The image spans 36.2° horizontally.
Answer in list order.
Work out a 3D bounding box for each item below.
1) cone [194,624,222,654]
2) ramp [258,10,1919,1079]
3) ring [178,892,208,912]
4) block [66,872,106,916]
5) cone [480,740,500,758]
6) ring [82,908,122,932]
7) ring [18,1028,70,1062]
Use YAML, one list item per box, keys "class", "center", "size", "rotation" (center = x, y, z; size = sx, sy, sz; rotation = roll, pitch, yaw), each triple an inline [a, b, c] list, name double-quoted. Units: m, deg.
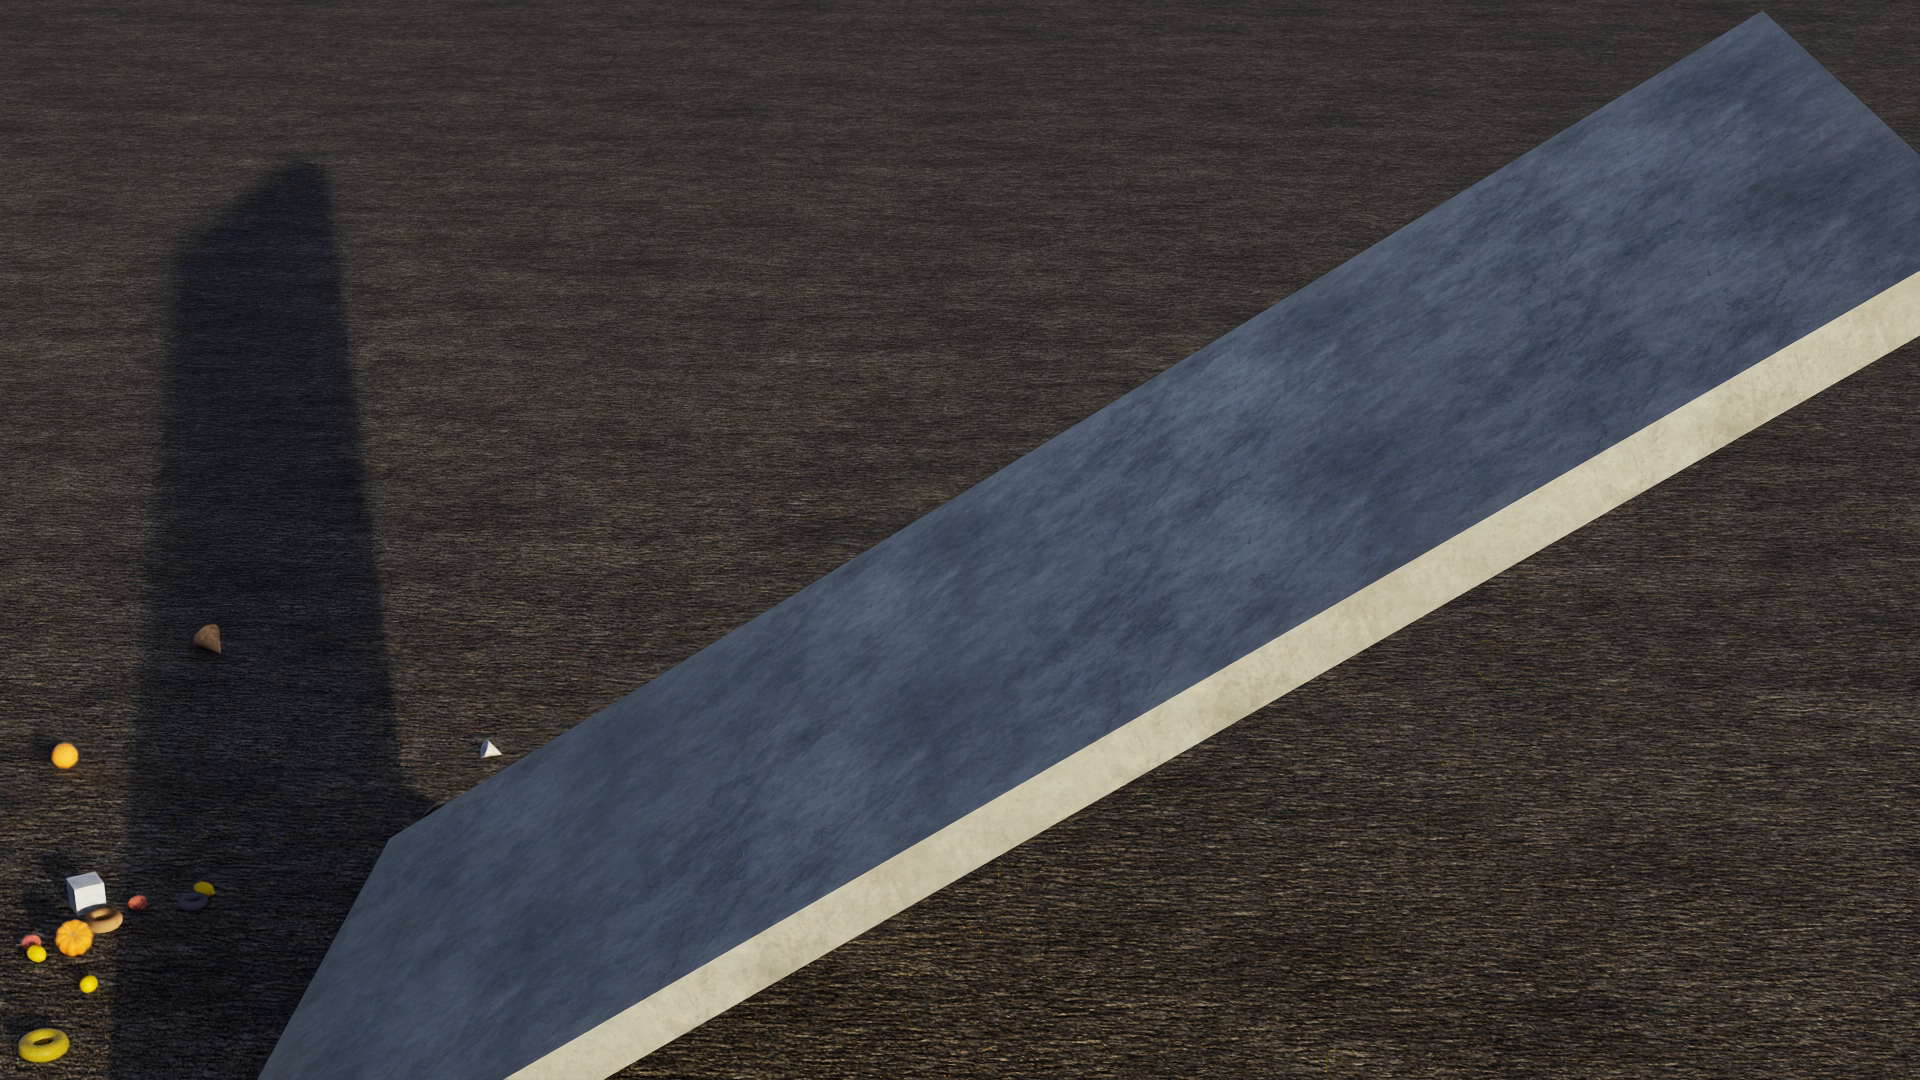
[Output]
- class: "cone"
  center: [-2.312, 0.324, 9.112]
  size: [0.089, 0.089, 0.089]
  rotation: [-19, 54, -42]
- class: "ramp"
  center: [0.139, 0.171, 6.296]
  size: [4.000, 0.100, 2.000]
  rotation: [-31, 15, 14]
- class: "ring"
  center: [-1.959, 0.924, 7.515]
  size: [0.078, 0.026, 0.078]
  rotation: [1, 20, 0]
- class: "block"
  center: [-2.229, 0.902, 7.503]
  size: [0.075, 0.075, 0.075]
  rotation: [-12, 24, -30]
- class: "cone"
  center: [-1.331, 0.603, 8.383]
  size: [0.055, 0.055, 0.055]
  rotation: [21, 11, -25]
- class: "ring"
  center: [-2.161, 0.959, 7.414]
  size: [0.098, 0.033, 0.098]
  rotation: [0, 22, 0]
- class: "ring"
  center: [-2.128, 1.173, 6.827]
  size: [0.117, 0.039, 0.117]
  rotation: [1, 21, 0]
